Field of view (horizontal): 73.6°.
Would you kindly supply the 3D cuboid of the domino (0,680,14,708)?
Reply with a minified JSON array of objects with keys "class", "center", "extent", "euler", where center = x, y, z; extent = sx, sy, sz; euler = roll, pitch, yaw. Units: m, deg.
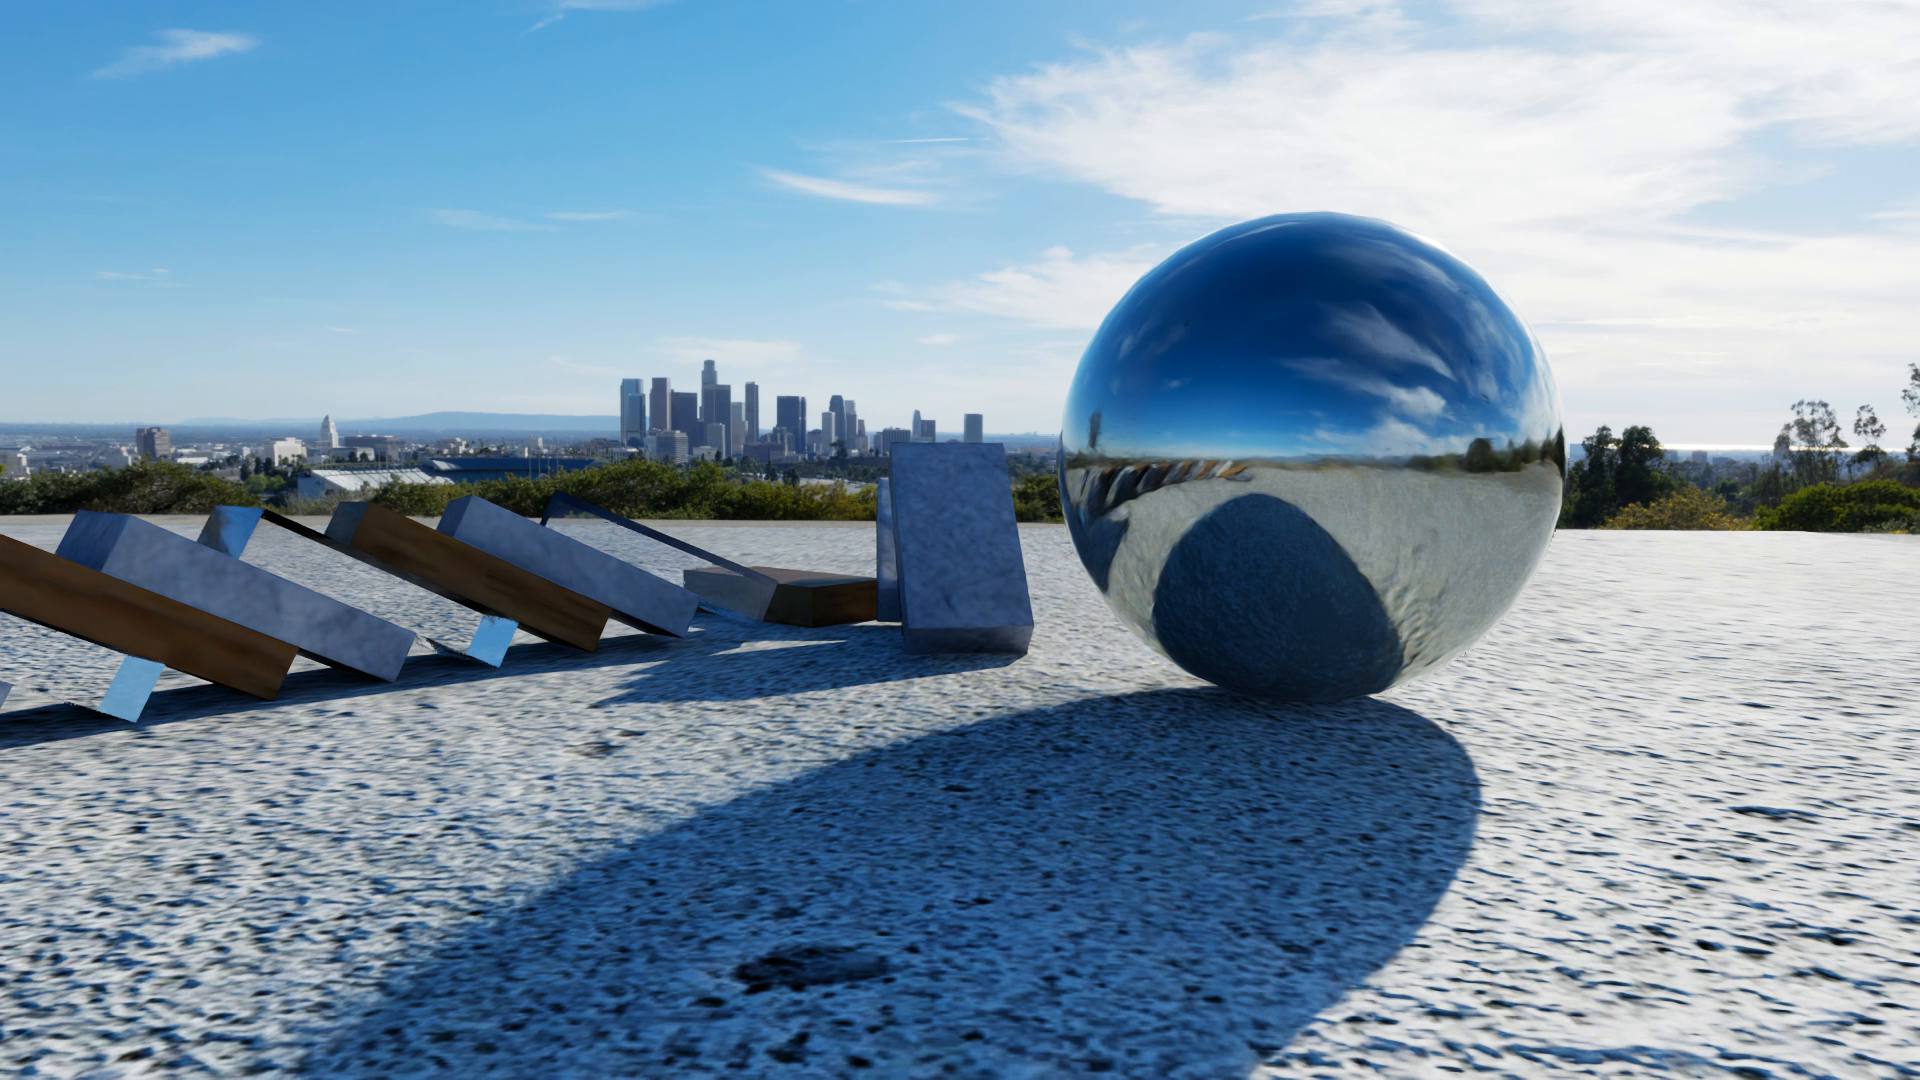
[{"class":"domino","center":[-0.159,0.014,0.170],"extent":[0.025,0.009,0.050],"euler":[3,-23,37]}]

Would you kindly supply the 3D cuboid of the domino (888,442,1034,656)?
[{"class":"domino","center":[-0.001,0.001,0.272],"extent":[0.025,0.050,0.009],"euler":[-1,-39,-9]}]

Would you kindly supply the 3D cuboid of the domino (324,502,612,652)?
[{"class":"domino","center":[-0.097,0.007,0.253],"extent":[0.050,0.009,0.025],"euler":[30,-16,-34]}]

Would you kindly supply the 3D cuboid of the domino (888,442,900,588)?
[{"class":"domino","center":[-0.001,0.000,0.285],"extent":[0.025,0.050,0.010],"euler":[-1,-39,-9]}]

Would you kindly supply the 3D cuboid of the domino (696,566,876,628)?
[{"class":"domino","center":[-0.045,0.014,0.322],"extent":[0.050,0.010,0.025],"euler":[4,6,41]}]

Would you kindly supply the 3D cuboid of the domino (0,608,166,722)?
[{"class":"domino","center":[-0.148,0.013,0.187],"extent":[0.025,0.010,0.050],"euler":[3,-23,37]}]

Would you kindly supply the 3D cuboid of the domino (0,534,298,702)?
[{"class":"domino","center":[-0.136,0.011,0.204],"extent":[0.025,0.009,0.050],"euler":[4,-22,40]}]

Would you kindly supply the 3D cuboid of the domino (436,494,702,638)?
[{"class":"domino","center":[-0.082,0.006,0.267],"extent":[0.050,0.009,0.025],"euler":[28,-15,-28]}]

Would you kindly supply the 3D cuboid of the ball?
[{"class":"ball","center":[0.056,-0.013,0.212],"extent":[0.080,0.080,0.080],"euler":[0,4,0]}]

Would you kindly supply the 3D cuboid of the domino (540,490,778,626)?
[{"class":"domino","center":[-0.067,0.005,0.282],"extent":[0.050,0.009,0.025],"euler":[23,-12,-12]}]

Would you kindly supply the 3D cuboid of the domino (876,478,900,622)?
[{"class":"domino","center":[-0.008,0.002,0.317],"extent":[0.025,0.010,0.050],"euler":[3,33,-6]}]

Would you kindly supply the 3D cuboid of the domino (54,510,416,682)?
[{"class":"domino","center":[-0.123,0.010,0.220],"extent":[0.025,0.009,0.050],"euler":[4,-22,40]}]

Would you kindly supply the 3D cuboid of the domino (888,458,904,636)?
[{"class":"domino","center":[-0.002,-0.001,0.298],"extent":[0.025,0.050,0.009],"euler":[0,-39,-8]}]

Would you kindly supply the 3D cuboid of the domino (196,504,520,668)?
[{"class":"domino","center":[-0.110,0.009,0.236],"extent":[0.025,0.010,0.050],"euler":[3,-22,43]}]
